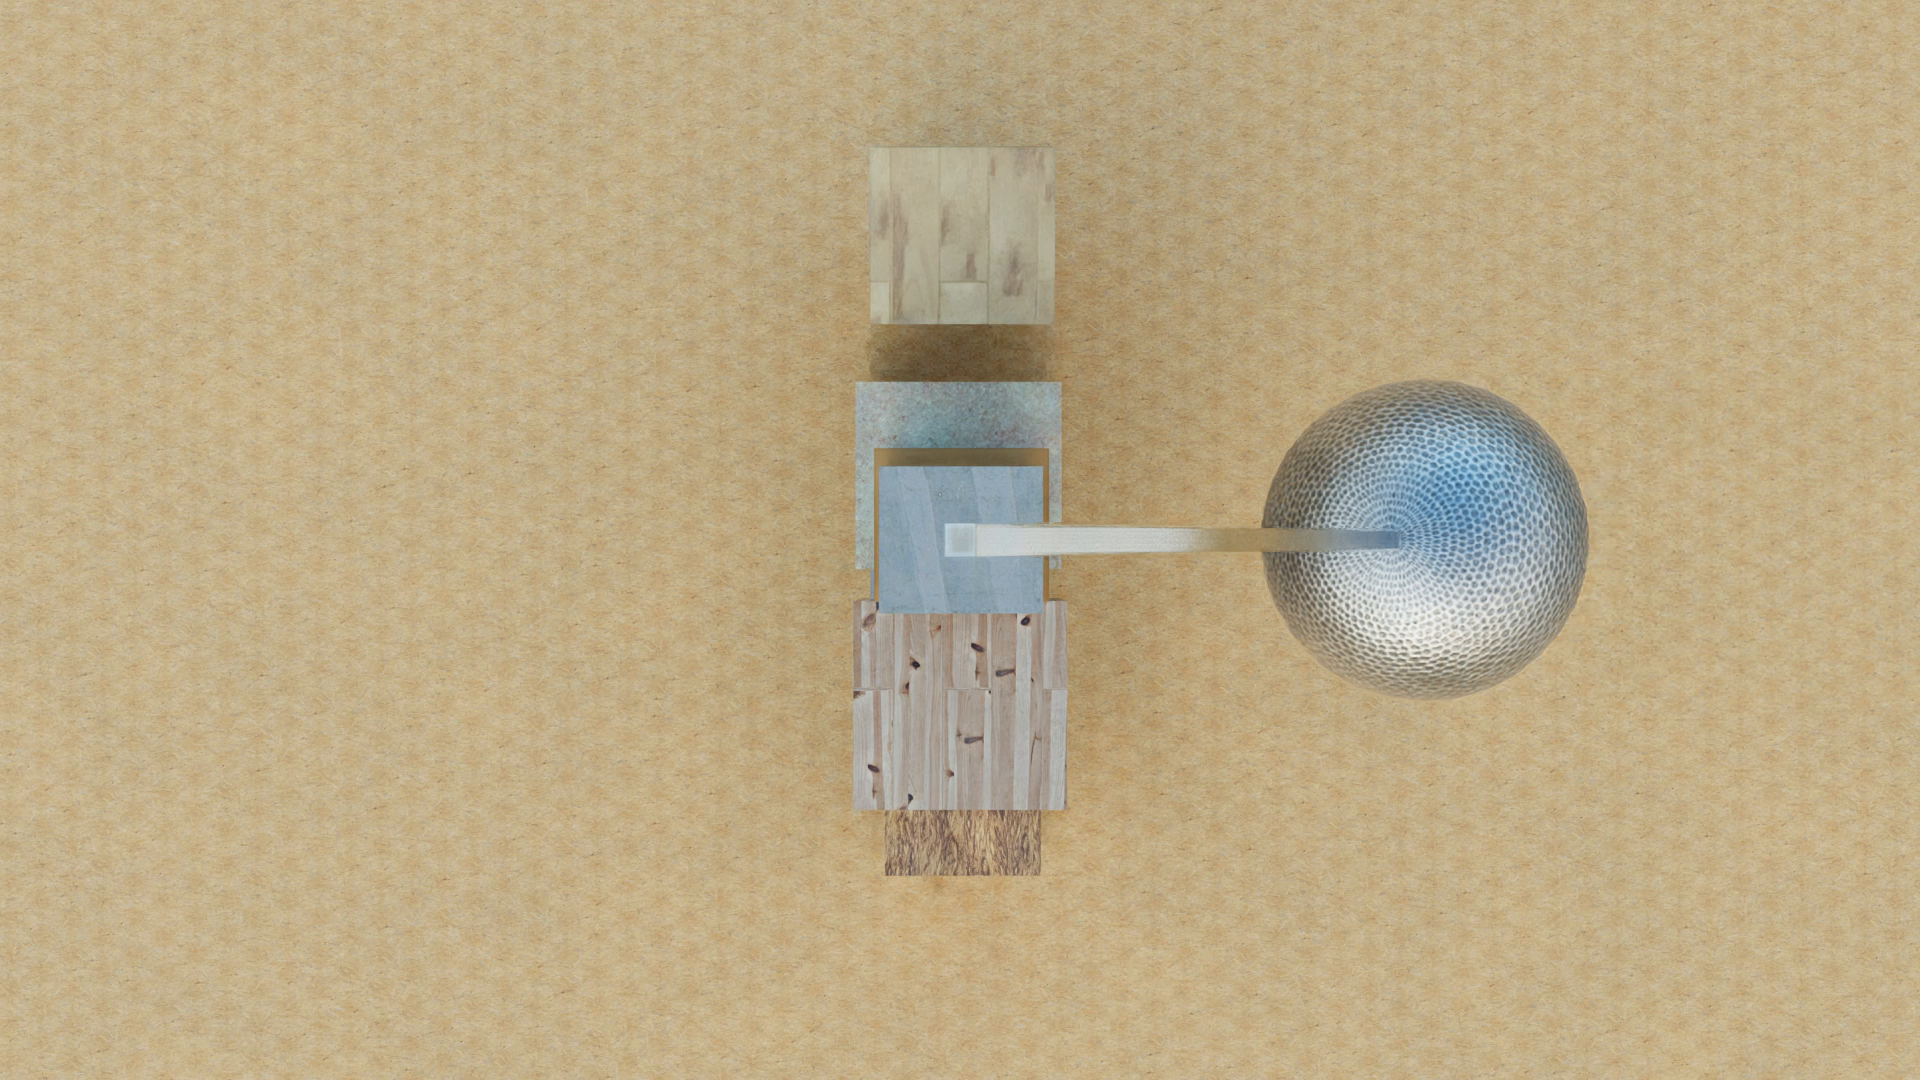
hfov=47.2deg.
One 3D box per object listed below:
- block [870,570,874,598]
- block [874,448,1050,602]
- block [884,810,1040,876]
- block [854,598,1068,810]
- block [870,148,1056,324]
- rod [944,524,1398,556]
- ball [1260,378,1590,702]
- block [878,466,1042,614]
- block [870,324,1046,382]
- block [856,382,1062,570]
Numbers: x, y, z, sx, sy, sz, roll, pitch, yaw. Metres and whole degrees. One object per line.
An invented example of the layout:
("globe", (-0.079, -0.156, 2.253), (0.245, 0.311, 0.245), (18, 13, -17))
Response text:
("block", (-0.018, 0.593, 12.562), (0.951, 0.876, 0.854), (0, 90, 0))
("block", (0.008, -0.074, 11.365), (0.870, 0.864, 0.764), (0, 90, 0))
("block", (0.015, 1.435, 12.521), (0.855, 0.958, 0.808), (0, 90, 0))
("block", (0.001, 0.838, 11.551), (1.077, 0.987, 1.048), (0, 89, 0))
("block", (0.013, -1.598, 11.684), (0.945, 0.901, 0.894), (0, 96, 0))
("rod", (0.994, 0.000, 7.767), (0.080, 5.200, 0.080), (0, 90, 22))
("ball", (2.295, 0.000, 10.908), (1.600, 1.600, 1.600), (0, 90, 0))
("block", (0.004, -0.001, 10.603), (0.766, 0.659, 0.687), (0, 90, 0))
("block", (-0.008, -1.349, 12.590), (0.979, 0.820, 0.980), (0, 90, 0))
("block", (-0.007, -0.346, 12.398), (1.106, 1.203, 1.005), (0, 90, 0))
